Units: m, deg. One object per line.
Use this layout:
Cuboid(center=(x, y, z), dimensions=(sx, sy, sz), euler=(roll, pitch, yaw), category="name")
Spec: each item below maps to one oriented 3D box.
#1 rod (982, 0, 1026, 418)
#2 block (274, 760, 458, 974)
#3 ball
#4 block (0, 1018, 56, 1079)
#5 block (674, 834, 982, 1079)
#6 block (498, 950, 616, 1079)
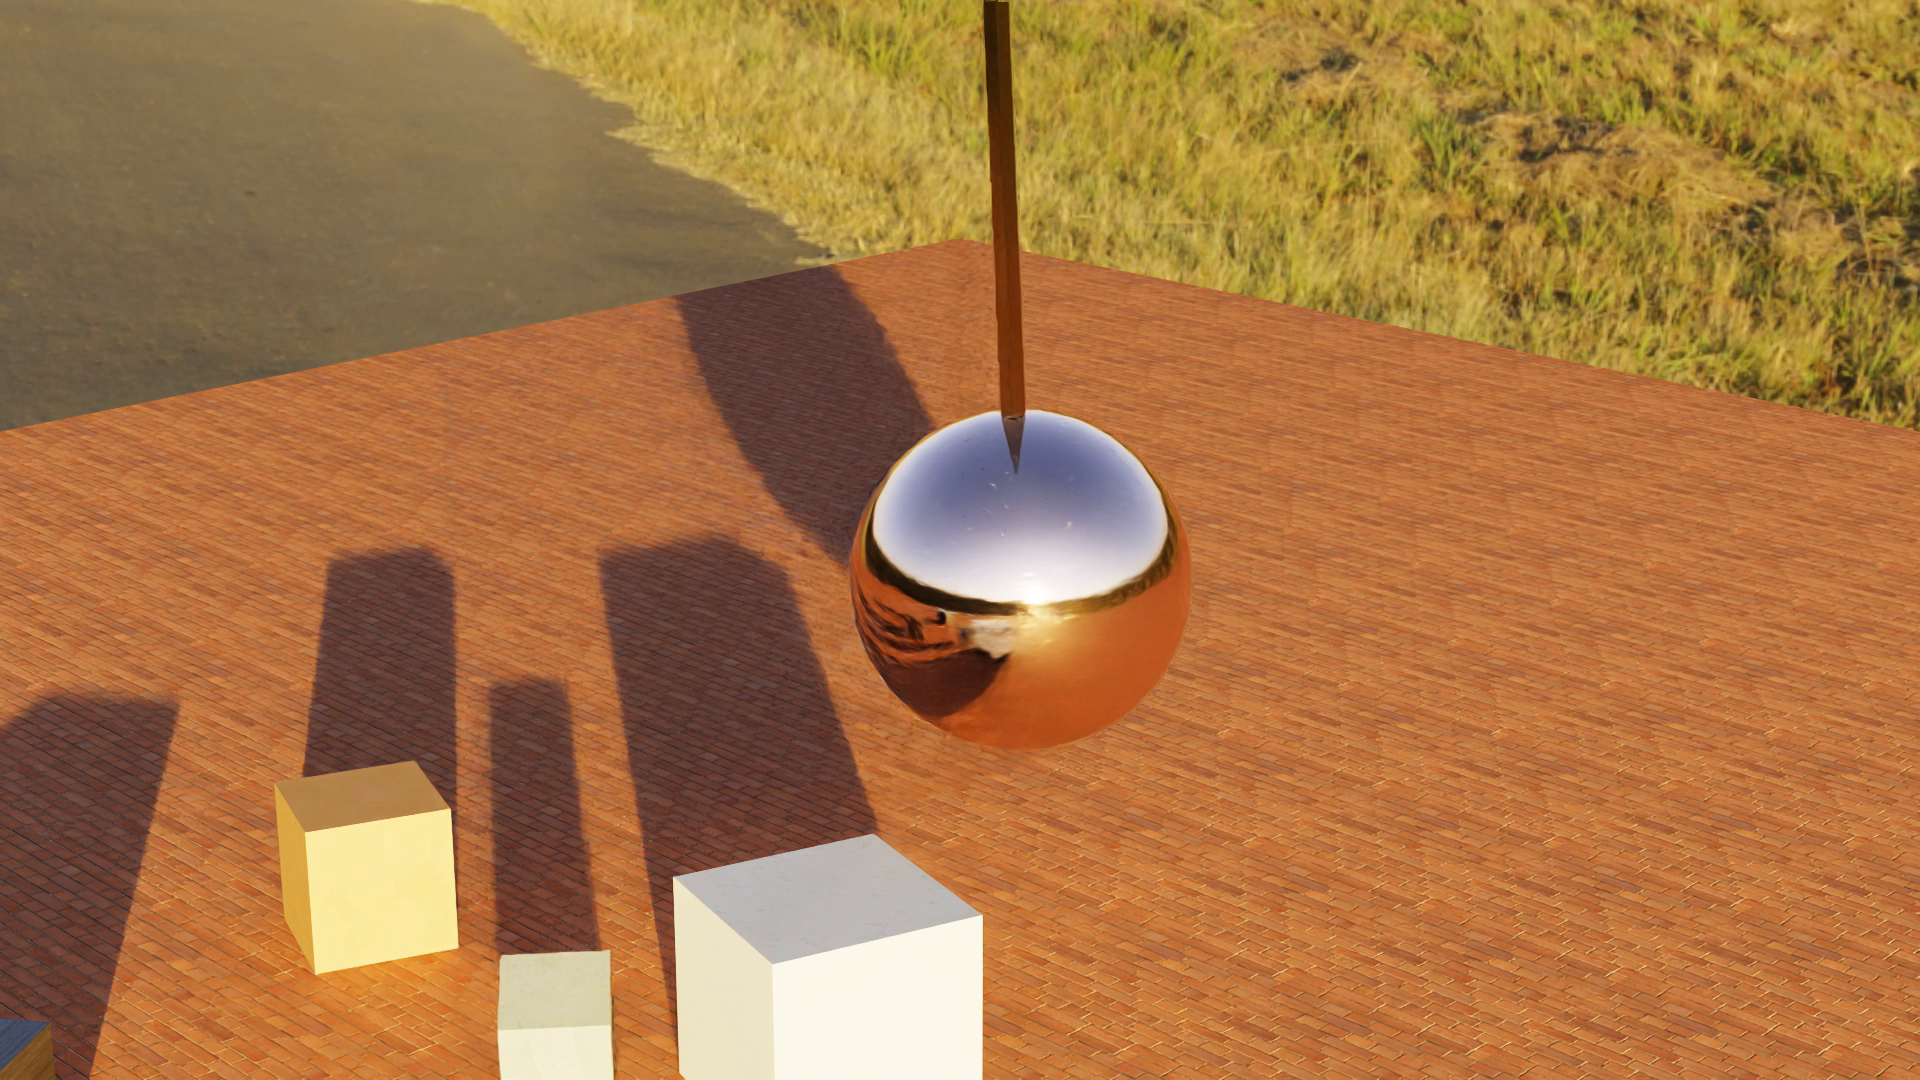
Cuboid(center=(0.122, -3.010, 12.524), dimensions=(0.080, 5.200, 0.080), euler=(17, 28, 42), category="rod")
Cuboid(center=(-2.585, 1.414, 12.761), dimensions=(0.622, 0.651, 0.612), euler=(-8, 19, -23), category="block")
Cuboid(center=(0.282, 0.179, 13.693), dimensions=(1.600, 1.600, 1.600), euler=(0, 17, 0), category="ball")
Cuboid(center=(-3.743, 2.138, 10.500), dimensions=(0.755, 0.624, 0.701), euler=(3, 18, 9), category="block")
Cuboid(center=(-0.514, 1.762, 11.330), dimensions=(0.875, 0.844, 0.889), euler=(-9, 20, -28), category="block")
Cuboid(center=(-1.547, 1.915, 11.282), dimensions=(0.420, 0.485, 0.429), euler=(-2, 33, -6), category="block")
